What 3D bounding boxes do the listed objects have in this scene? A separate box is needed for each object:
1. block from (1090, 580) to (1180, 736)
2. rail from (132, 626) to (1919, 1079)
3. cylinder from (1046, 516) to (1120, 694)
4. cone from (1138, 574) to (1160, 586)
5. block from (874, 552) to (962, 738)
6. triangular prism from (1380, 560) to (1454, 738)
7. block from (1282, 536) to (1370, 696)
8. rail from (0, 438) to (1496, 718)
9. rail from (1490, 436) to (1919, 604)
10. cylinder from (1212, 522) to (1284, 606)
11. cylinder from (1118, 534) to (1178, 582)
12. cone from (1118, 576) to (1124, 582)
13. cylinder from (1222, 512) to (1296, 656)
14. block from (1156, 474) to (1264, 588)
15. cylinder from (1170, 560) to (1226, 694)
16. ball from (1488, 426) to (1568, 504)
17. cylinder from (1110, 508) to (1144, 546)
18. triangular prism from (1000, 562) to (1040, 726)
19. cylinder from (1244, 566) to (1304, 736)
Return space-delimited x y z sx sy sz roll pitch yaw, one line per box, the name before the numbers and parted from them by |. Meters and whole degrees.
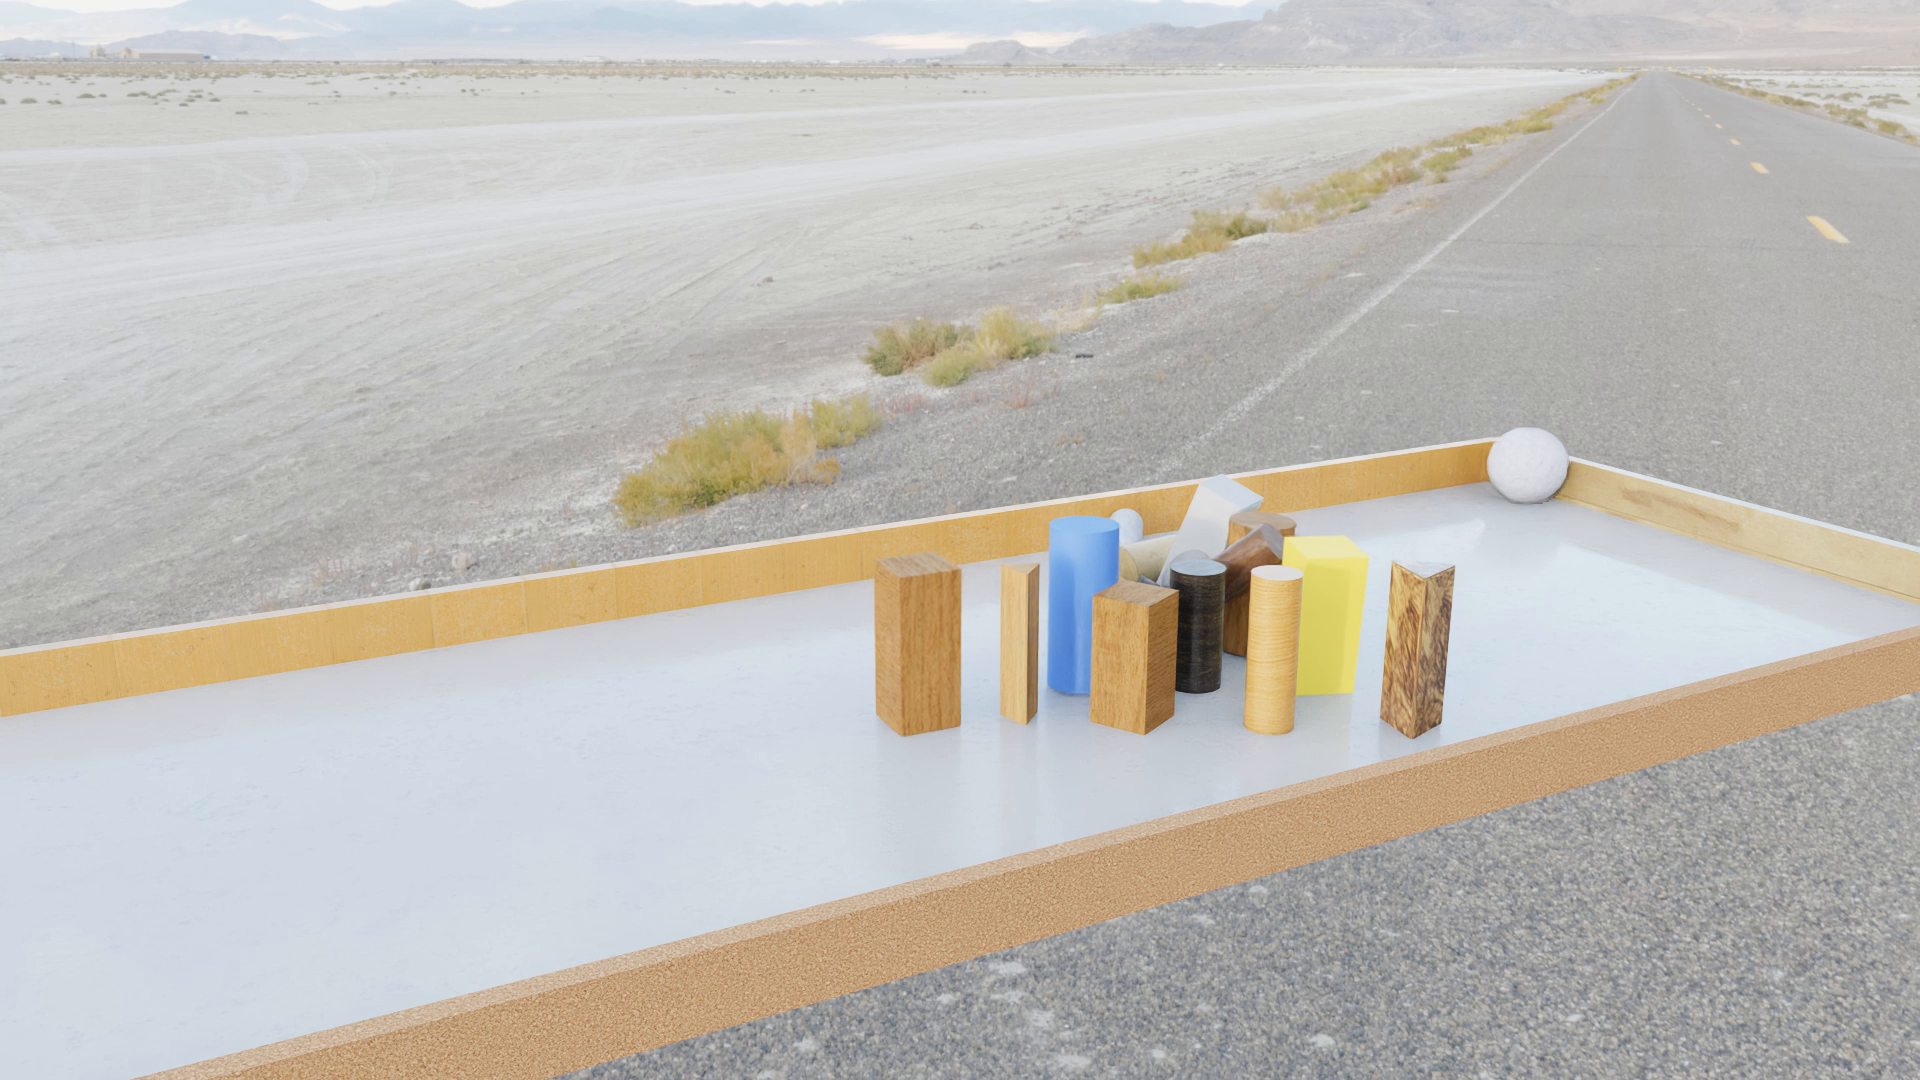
block | 0.409 0.273 3.869 0.146 0.314 0.146 11 20 33
rail | -2.336 1.006 1.665 12.000 0.150 0.050 -9 18 -27
cylinder | 0.304 0.160 4.077 0.172 0.409 0.172 0 15 0
cone | 0.624 0.216 4.478 0.321 0.165 0.165 15 17 1
block | -0.099 0.241 3.847 0.153 0.387 0.153 -8 18 -24
triangular prism | 1.043 0.245 3.827 0.120 0.390 0.139 15 22 41
block | 0.886 0.185 4.071 0.156 0.357 0.156 -2 20 -9
rail | -3.305 0.497 3.399 12.000 0.150 0.050 -9 18 -27
rail | 2.466 -0.048 5.253 0.050 0.150 2.100 -9 18 -27
cylinder | 0.639 0.126 4.245 0.454 0.117 0.117 -38 -5 31
cylinder | 0.603 0.070 4.832 0.353 0.161 0.161 -11 20 -34
cone | 0.380 0.142 4.726 0.167 0.167 0.417 0 5 -1
cylinder | 0.780 0.116 4.333 0.171 0.347 0.171 2 16 -1
block | 0.683 0.022 4.572 0.139 0.374 0.139 33 30 24
cylinder | 0.584 0.213 4.087 0.137 0.306 0.137 0 16 0
ball | 1.986 -0.263 5.773 0.269 0.269 0.269 0 16 0
cylinder | 0.511 0.007 5.129 0.114 0.114 0.380 2 16 6
triangular prism | 0.155 0.240 3.879 0.079 0.373 0.091 -13 21 -38
cylinder | 0.724 0.255 3.819 0.118 0.376 0.118 0 16 0
